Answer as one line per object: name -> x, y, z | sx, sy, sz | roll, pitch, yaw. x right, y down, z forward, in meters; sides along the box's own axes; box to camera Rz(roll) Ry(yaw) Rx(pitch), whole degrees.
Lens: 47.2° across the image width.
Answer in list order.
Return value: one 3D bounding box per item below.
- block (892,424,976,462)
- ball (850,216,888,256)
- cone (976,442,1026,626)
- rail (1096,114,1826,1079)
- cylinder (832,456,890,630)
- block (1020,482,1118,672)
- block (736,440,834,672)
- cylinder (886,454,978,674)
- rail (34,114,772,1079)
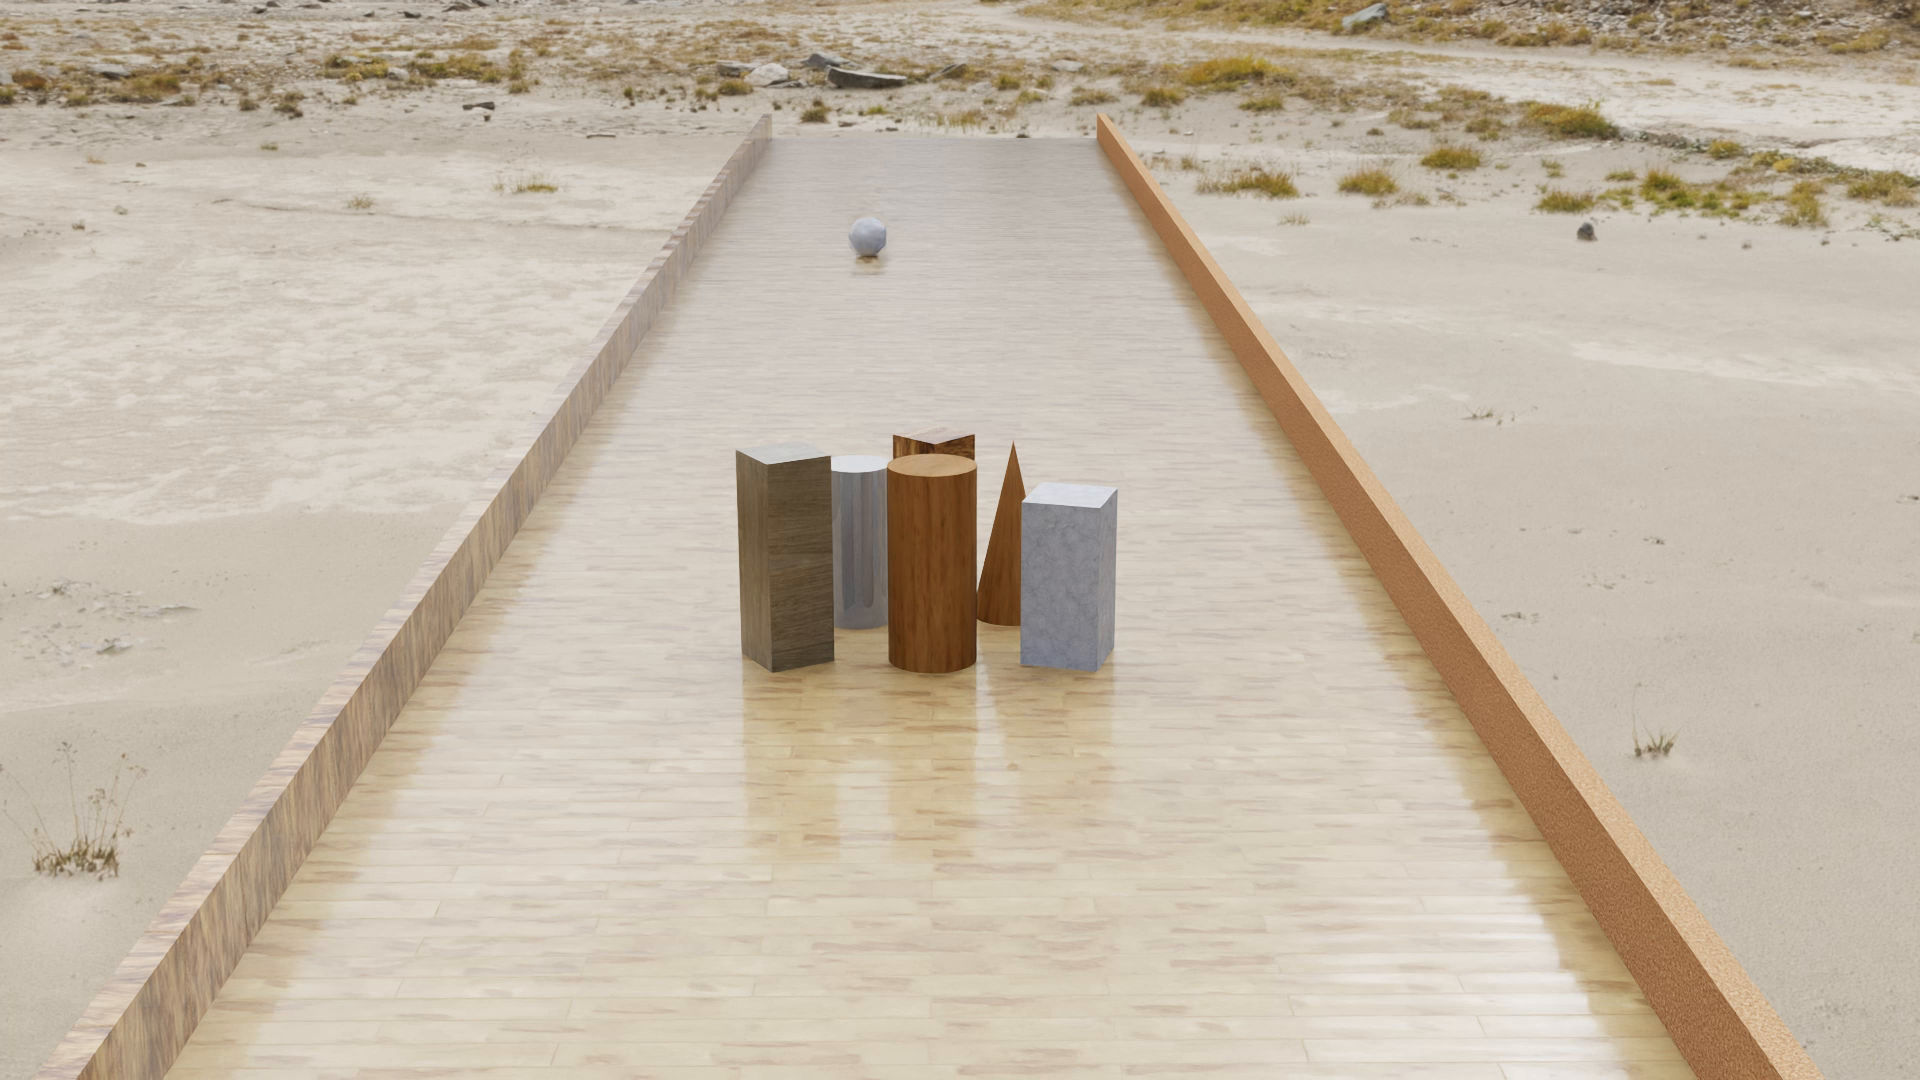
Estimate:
block -> -0.057, -0.069, 4.861 | 0.127, 0.340, 0.127 | 15, 22, 41
ball -> -0.386, -1.277, 9.239 | 0.161, 0.161, 0.161 | 0, 17, 0
cone -> 0.112, -0.026, 4.647 | 0.171, 0.381, 0.171 | 0, 17, 0
rail -> 0.932, -0.844, 7.801 | 0.050, 0.150, 12.000 | 0, 17, -1
cylinder -> -0.216, 0.004, 4.618 | 0.144, 0.340, 0.144 | 0, 17, 0
block -> 0.218, 0.072, 4.395 | 0.157, 0.337, 0.157 | 5, 17, 16
block -> -0.347, 0.032, 4.374 | 0.139, 0.425, 0.139 | -10, 19, -30
cylinder -> -0.055, 0.046, 4.368 | 0.177, 0.402, 0.177 | 0, 17, 0
rail -> -1.118, -0.838, 7.780 | 0.050, 0.150, 12.000 | 0, 17, -1
